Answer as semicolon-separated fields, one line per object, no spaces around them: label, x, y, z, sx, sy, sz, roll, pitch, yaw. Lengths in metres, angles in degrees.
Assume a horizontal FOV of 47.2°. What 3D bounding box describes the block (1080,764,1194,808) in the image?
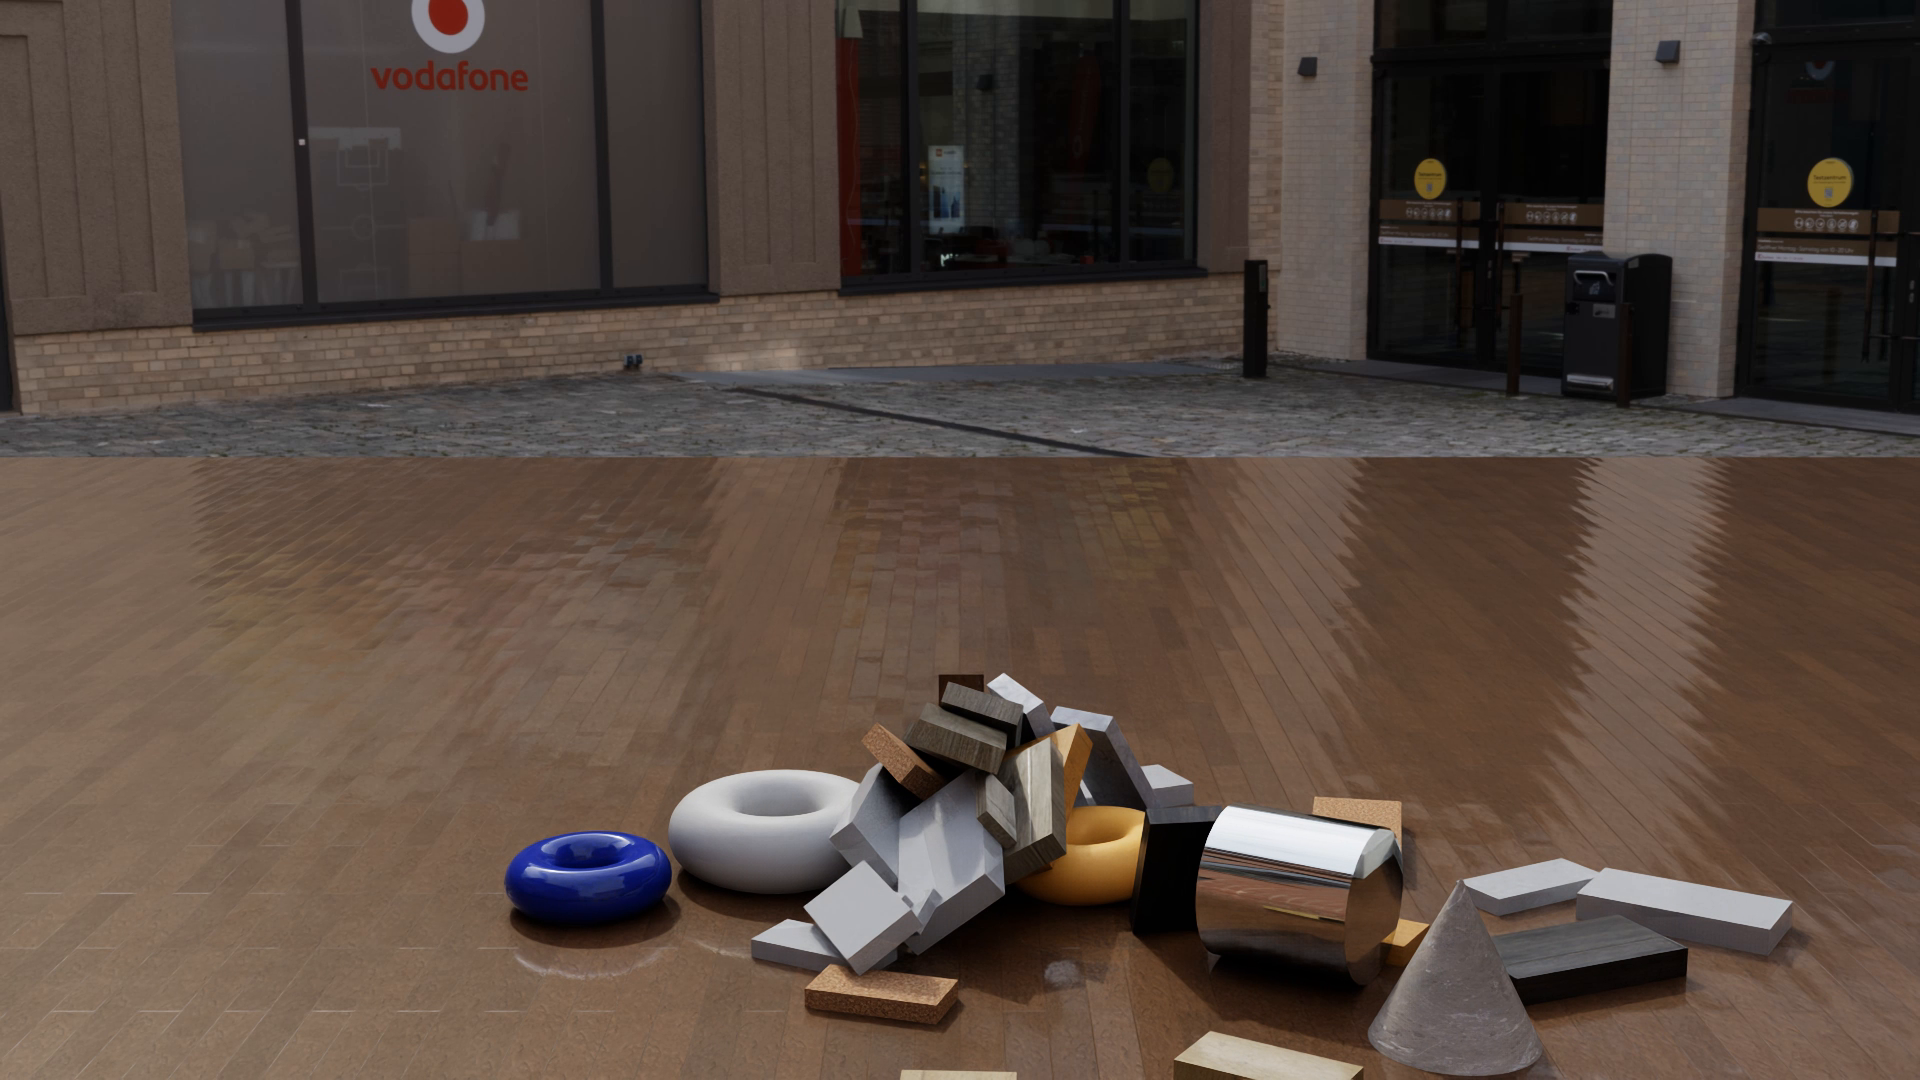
block;0.287;0.478;4.166;0.276;0.039;0.138;-5;11;-24

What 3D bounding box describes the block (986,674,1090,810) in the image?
block;0.144;0.380;3.960;0.039;0.276;0.138;-33;32;-16

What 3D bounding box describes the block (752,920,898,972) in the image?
block;-0.209;0.629;3.381;0.202;0.029;0.101;6;12;29

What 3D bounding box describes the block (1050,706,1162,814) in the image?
block;0.267;0.412;3.947;0.119;0.294;0.034;8;52;36

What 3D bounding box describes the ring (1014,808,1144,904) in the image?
ring;0.220;0.530;3.712;0.297;0.099;0.297;-4;12;1

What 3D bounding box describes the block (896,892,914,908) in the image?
block;-0.136;0.577;3.419;0.075;0.021;0.149;-48;20;-21

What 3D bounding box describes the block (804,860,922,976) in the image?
block;-0.150;0.573;3.348;0.119;0.034;0.238;-37;20;-10

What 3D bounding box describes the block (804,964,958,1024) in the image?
block;-0.114;0.661;3.207;0.202;0.029;0.101;3;11;18

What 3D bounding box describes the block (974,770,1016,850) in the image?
block;0.057;0.430;3.535;0.021;0.075;0.149;-38;18;14

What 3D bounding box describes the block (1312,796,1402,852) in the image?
block;0.701;0.526;3.893;0.157;0.044;0.313;2;11;11

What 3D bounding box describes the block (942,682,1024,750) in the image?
block;0.037;0.373;3.988;0.138;0.039;0.412;17;-25;7

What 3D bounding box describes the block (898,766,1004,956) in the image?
block;-0.016;0.504;3.522;0.173;0.049;0.346;-37;19;14

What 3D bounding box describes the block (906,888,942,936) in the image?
block;-0.098;0.583;3.399;0.149;0.021;0.075;-21;28;47

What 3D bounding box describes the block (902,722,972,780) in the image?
block;-0.007;0.417;3.950;0.148;0.042;0.297;22;-17;17

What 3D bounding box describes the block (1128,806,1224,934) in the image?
block;0.338;0.516;3.437;0.119;0.238;0.034;-2;37;-9

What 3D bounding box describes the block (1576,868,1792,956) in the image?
block;1.162;0.594;3.531;0.301;0.043;0.150;7;12;32

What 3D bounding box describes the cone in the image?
cone;0.692;0.582;3.056;0.239;0.239;0.239;0;11;0

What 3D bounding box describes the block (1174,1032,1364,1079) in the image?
block;0.410;0.711;2.928;0.224;0.032;0.112;7;12;31

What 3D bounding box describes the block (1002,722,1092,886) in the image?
block;0.108;0.455;3.721;0.173;0.049;0.346;-24;21;27

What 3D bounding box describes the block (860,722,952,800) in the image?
block;-0.034;0.435;3.811;0.297;0.042;0.149;41;0;-38

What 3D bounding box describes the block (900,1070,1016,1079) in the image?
block;-0.009;0.743;2.731;0.150;0.043;0.301;1;11;3

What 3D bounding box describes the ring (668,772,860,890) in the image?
ring;-0.313;0.501;3.805;0.382;0.127;0.382;0;12;0

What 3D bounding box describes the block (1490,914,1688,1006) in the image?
block;0.919;0.633;3.317;0.313;0.044;0.157;-4;11;-23

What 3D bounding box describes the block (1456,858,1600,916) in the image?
block;0.951;0.577;3.662;0.239;0.029;0.101;-6;12;-29

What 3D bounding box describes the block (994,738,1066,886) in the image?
block;0.094;0.451;3.611;0.157;0.044;0.313;-30;20;13

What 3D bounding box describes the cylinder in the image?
cylinder;0.516;0.533;3.330;0.237;0.237;0.237;6;12;31

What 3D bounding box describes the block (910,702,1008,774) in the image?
block;0.001;0.330;3.680;0.148;0.042;0.297;20;1;1

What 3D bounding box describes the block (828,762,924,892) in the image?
block;-0.113;0.495;3.696;0.049;0.173;0.346;-38;5;14

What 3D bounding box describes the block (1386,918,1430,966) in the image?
block;0.609;0.614;3.450;0.224;0.032;0.112;6;12;31

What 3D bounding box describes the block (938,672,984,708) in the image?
block;0.003;0.356;4.430;0.091;0.182;0.026;0;11;0

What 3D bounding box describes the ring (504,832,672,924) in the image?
ring;-0.611;0.555;3.617;0.273;0.091;0.273;0;12;0
